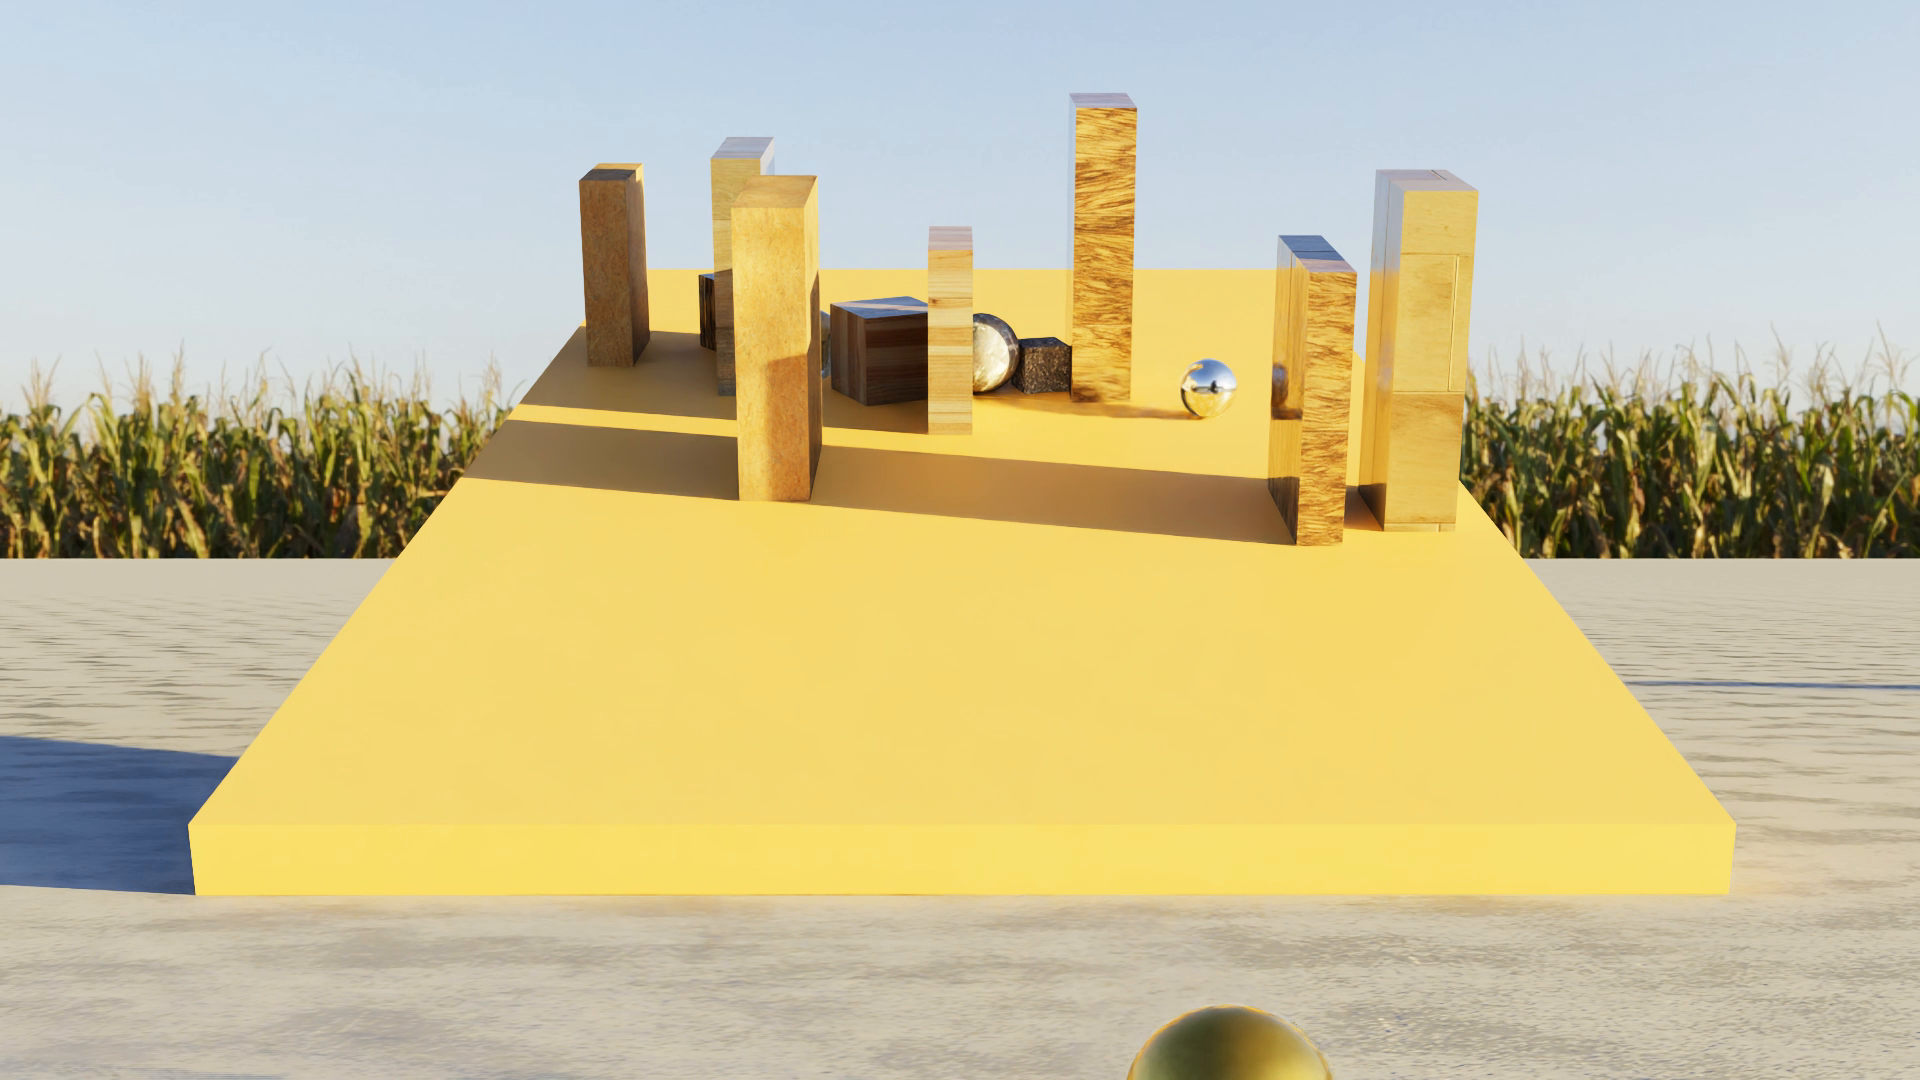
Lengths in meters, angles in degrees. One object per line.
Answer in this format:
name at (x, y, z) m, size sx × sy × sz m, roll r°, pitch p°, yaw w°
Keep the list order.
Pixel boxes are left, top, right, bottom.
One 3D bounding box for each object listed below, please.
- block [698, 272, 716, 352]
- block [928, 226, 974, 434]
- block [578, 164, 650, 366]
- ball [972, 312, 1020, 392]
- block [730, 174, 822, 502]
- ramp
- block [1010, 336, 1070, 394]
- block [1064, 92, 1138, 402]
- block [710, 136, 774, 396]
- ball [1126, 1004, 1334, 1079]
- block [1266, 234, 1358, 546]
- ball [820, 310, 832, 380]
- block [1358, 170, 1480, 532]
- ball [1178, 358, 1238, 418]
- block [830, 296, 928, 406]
block at (-0.533, -0.573, 5.602) m, size 0.182 × 0.182 × 0.182 m, roll -11°, pitch 20°, yaw -31°
block at (-0.021, -0.464, 4.881) m, size 0.095 × 0.401 × 0.312 m, roll 0°, pitch 17°, yaw 0°
block at (-0.852, -0.685, 5.507) m, size 0.111 × 0.452 × 0.314 m, roll 0°, pitch 17°, yaw 0°
ball at (0.047, -0.433, 5.148) m, size 0.185 × 0.185 × 0.185 m, roll 0°, pitch 0°, yaw 0°
block at (-0.359, -0.411, 4.428) m, size 0.136 × 0.567 × 0.441 m, roll 0°, pitch 17°, yaw 0°
ramp at (-0.003, -0.176, 4.799) m, size 2.000 × 0.100 × 4.000 m, roll 0°, pitch 17°, yaw 0°
block at (0.187, -0.409, 5.201) m, size 0.107 × 0.107 × 0.107 m, roll -5°, pitch 18°, yaw -16°
block at (0.321, -0.678, 5.130) m, size 0.134 × 0.664 × 0.326 m, roll 0°, pitch 17°, yaw 0°
block at (-0.503, -0.650, 5.239) m, size 0.112 × 0.545 × 0.396 m, roll 0°, pitch 17°, yaw 0°
ball at (0.179, 0.382, 1.472) m, size 0.146 × 0.146 × 0.146 m, roll 0°, pitch 0°, yaw 0°
block at (0.650, -0.286, 4.142) m, size 0.083 × 0.500 × 0.398 m, roll 0°, pitch 17°, yaw 0°
ball at (-0.359, -0.460, 5.246) m, size 0.177 × 0.177 × 0.177 m, roll 0°, pitch 0°, yaw 0°
block at (0.849, -0.356, 4.151) m, size 0.132 × 0.629 × 0.277 m, roll 0°, pitch 17°, yaw 0°
ball at (0.549, -0.335, 4.924) m, size 0.131 × 0.131 × 0.131 m, roll 0°, pitch 0°, yaw 0°
block at (-0.166, -0.438, 5.135) m, size 0.202 × 0.202 × 0.202 m, roll -8°, pitch 19°, yaw -25°
